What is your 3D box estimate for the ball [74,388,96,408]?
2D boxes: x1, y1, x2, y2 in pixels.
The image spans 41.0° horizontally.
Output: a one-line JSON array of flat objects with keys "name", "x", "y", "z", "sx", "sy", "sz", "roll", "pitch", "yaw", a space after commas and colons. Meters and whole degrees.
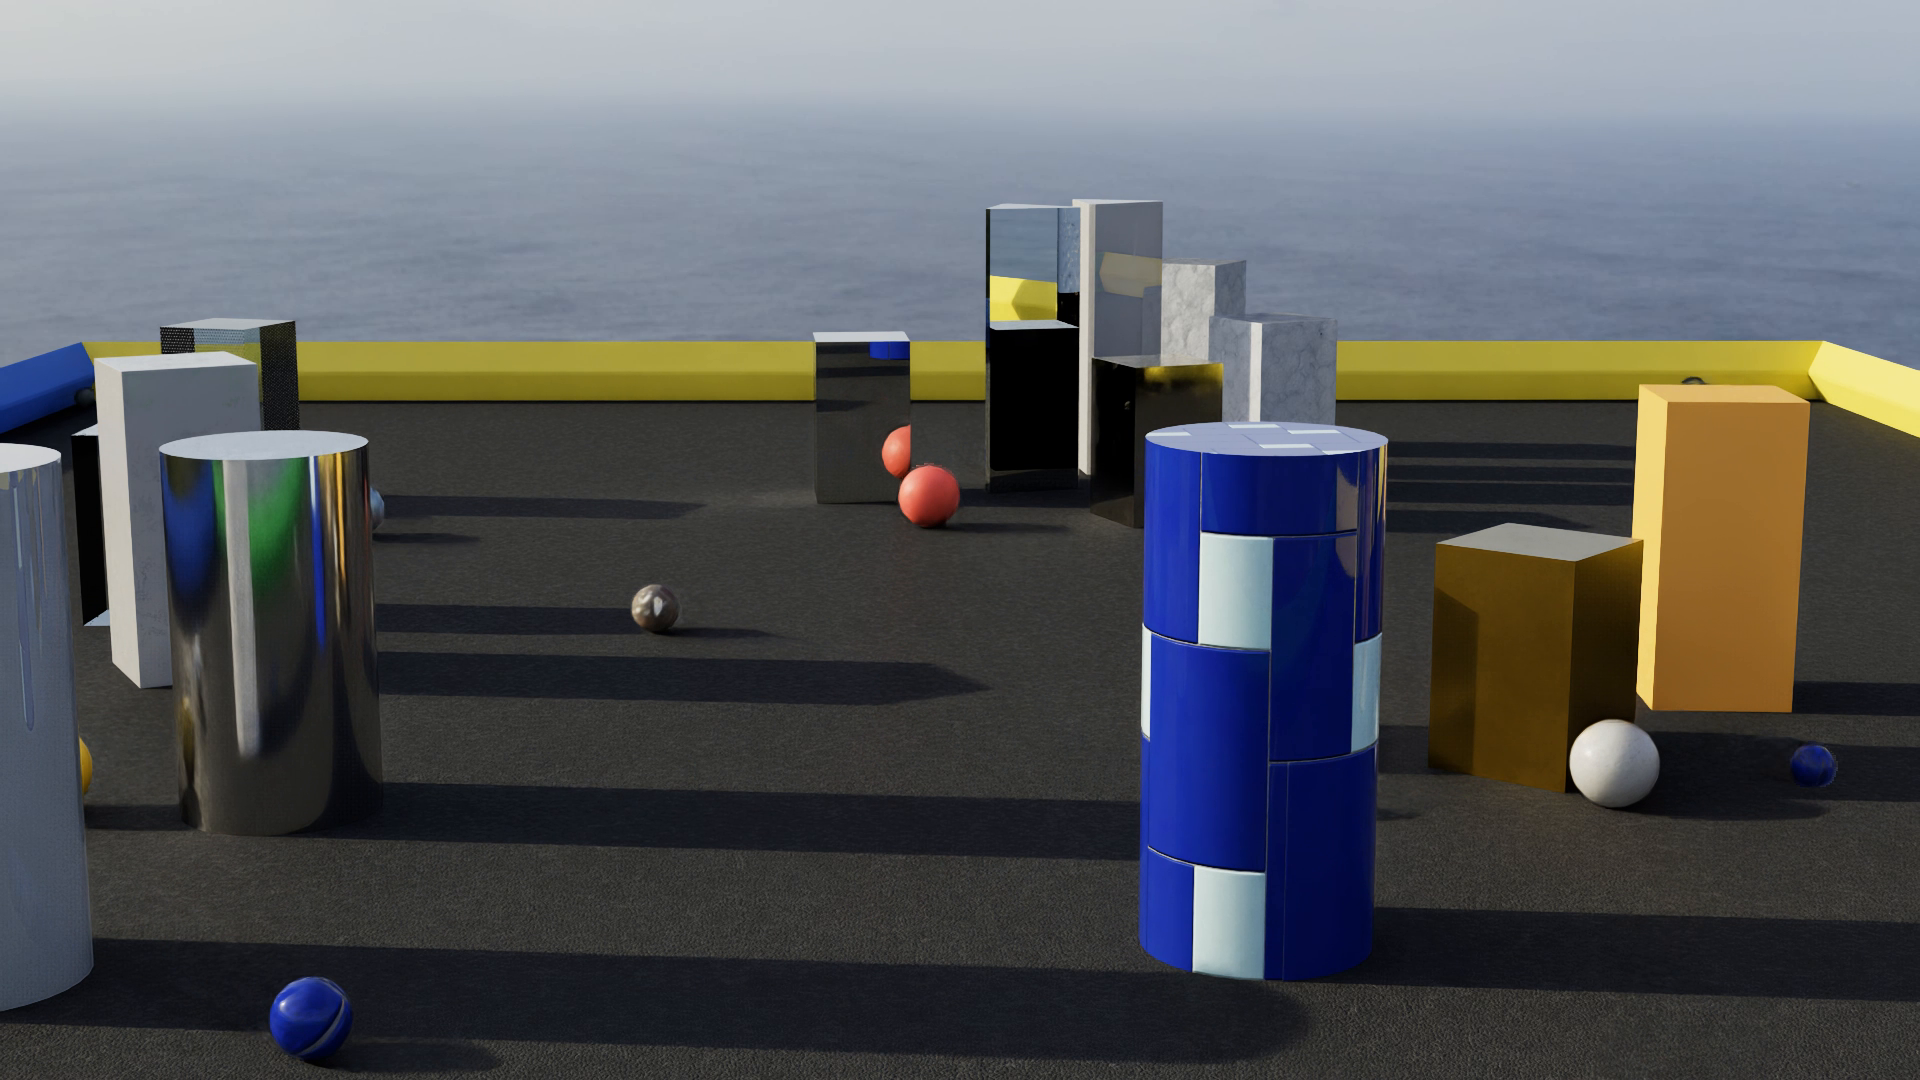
[{"name": "ball", "x": -1.878, "y": -0.304, "z": 5.507, "sx": 0.042, "sy": 0.042, "sz": 0.042, "roll": 0, "pitch": 11, "yaw": 0}]

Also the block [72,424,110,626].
[{"name": "block", "x": -1.075, "y": -0.026, "z": 3.427, "sx": 0.157, "sy": 0.253, "sz": 0.157, "roll": 0, "pitch": 11, "yaw": -1}]

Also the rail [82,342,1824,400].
[{"name": "rail", "x": -0.013, "y": -0.367, "z": 5.607, "sx": 3.819, "sy": 0.127, "sz": 0.045, "roll": 0, "pitch": 11, "yaw": 0}]

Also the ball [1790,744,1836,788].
[{"name": "ball", "x": 0.870, "y": 0.230, "z": 2.619, "sx": 0.044, "sy": 0.044, "sz": 0.044, "roll": 0, "pitch": 11, "yaw": 0}]

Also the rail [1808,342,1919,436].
[{"name": "rail", "x": 1.886, "y": 0.031, "z": 3.460, "sx": 0.045, "sy": 0.127, "sz": 4.438, "roll": 0, "pitch": 11, "yaw": 0}]

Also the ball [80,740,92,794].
[{"name": "ball", "x": -0.898, "y": 0.226, "z": 2.513, "sx": 0.091, "sy": 0.091, "sz": 0.091, "roll": 0, "pitch": 11, "yaw": 0}]

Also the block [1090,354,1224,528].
[{"name": "block", "x": 0.317, "y": -0.163, "z": 4.157, "sx": 0.157, "sy": 0.257, "sz": 0.157, "roll": -4, "pitch": 11, "yaw": -23}]

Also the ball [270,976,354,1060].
[{"name": "ball", "x": -0.481, "y": 0.354, "z": 1.904, "sx": 0.061, "sy": 0.061, "sz": 0.061, "roll": 0, "pitch": 11, "yaw": 0}]

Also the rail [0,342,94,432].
[{"name": "rail", "x": -1.886, "y": 0.035, "z": 3.438, "sx": 0.045, "sy": 0.127, "sz": 4.438, "roll": 0, "pitch": 11, "yaw": 0}]

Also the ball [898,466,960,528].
[{"name": "ball", "x": -0.049, "y": -0.069, "z": 4.086, "sx": 0.098, "sy": 0.098, "sz": 0.098, "roll": 0, "pitch": 11, "yaw": 0}]

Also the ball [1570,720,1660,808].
[{"name": "ball", "x": 0.649, "y": 0.221, "z": 2.547, "sx": 0.087, "sy": 0.087, "sz": 0.087, "roll": 0, "pitch": 11, "yaw": 0}]

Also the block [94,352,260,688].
[{"name": "block", "x": -0.939, "y": -0.029, "z": 3.102, "sx": 0.157, "sy": 0.377, "sz": 0.157, "roll": -6, "pitch": 12, "yaw": -29}]

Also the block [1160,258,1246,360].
[{"name": "block", "x": 0.444, "y": -0.356, "z": 4.923, "sx": 0.157, "sy": 0.356, "sz": 0.157, "roll": 5, "pitch": 12, "yaw": 27}]

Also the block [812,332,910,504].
[{"name": "block", "x": -0.168, "y": -0.210, "z": 4.365, "sx": 0.157, "sy": 0.273, "sz": 0.157, "roll": -1, "pitch": 11, "yaw": -5}]

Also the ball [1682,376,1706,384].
[{"name": "ball", "x": 1.598, "y": -0.327, "z": 5.589, "sx": 0.057, "sy": 0.057, "sz": 0.057, "roll": 0, "pitch": 11, "yaw": 0}]

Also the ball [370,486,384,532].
[{"name": "ball", "x": -0.941, "y": -0.047, "z": 3.997, "sx": 0.087, "sy": 0.087, "sz": 0.087, "roll": 0, "pitch": 11, "yaw": 0}]

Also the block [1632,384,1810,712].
[{"name": "block", "x": 0.873, "y": 0.007, "z": 2.971, "sx": 0.157, "sy": 0.355, "sz": 0.157, "roll": 1, "pitch": 11, "yaw": 3}]

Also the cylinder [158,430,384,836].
[{"name": "cylinder", "x": -0.673, "y": 0.087, "z": 2.516, "sx": 0.196, "sy": 0.364, "sz": 0.196, "roll": 0, "pitch": 11, "yaw": 0}]

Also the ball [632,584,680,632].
[{"name": "ball", "x": -0.395, "y": 0.089, "z": 3.332, "sx": 0.061, "sy": 0.061, "sz": 0.061, "roll": 0, "pitch": 11, "yaw": 0}]

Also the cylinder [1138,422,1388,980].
[{"name": "cylinder", "x": 0.249, "y": 0.127, "z": 2.123, "sx": 0.196, "sy": 0.427, "sz": 0.196, "roll": 0, "pitch": 11, "yaw": 0}]

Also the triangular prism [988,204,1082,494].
[{"name": "triangular prism", "x": 0.103, "y": -0.337, "z": 4.463, "sx": 0.170, "sy": 0.486, "sz": 0.147, "roll": -4, "pitch": 11, "yaw": -18}]

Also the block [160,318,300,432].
[{"name": "block", "x": -1.217, "y": -0.211, "z": 4.293, "sx": 0.157, "sy": 0.302, "sz": 0.157, "roll": 3, "pitch": 11, "yaw": 17}]

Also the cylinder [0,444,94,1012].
[{"name": "cylinder", "x": -0.804, "y": 0.146, "z": 2.039, "sx": 0.196, "sy": 0.421, "sz": 0.196, "roll": 0, "pitch": 11, "yaw": 0}]

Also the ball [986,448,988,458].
[{"name": "ball", "x": 0.077, "y": -0.160, "z": 4.683, "sx": 0.058, "sy": 0.058, "sz": 0.058, "roll": 0, "pitch": 11, "yaw": 0}]

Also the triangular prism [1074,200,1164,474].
[{"name": "triangular prism", "x": 0.254, "y": -0.375, "z": 4.677, "sx": 0.170, "sy": 0.483, "sz": 0.147, "roll": -8, "pitch": 13, "yaw": -37}]

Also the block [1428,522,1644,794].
[{"name": "block", "x": 0.602, "y": 0.119, "z": 2.684, "sx": 0.157, "sy": 0.239, "sz": 0.157, "roll": 9, "pitch": 14, "yaw": 39}]

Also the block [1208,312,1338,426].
[{"name": "block", "x": 0.536, "y": -0.234, "z": 4.422, "sx": 0.157, "sy": 0.299, "sz": 0.157, "roll": -6, "pitch": 12, "yaw": -28}]
